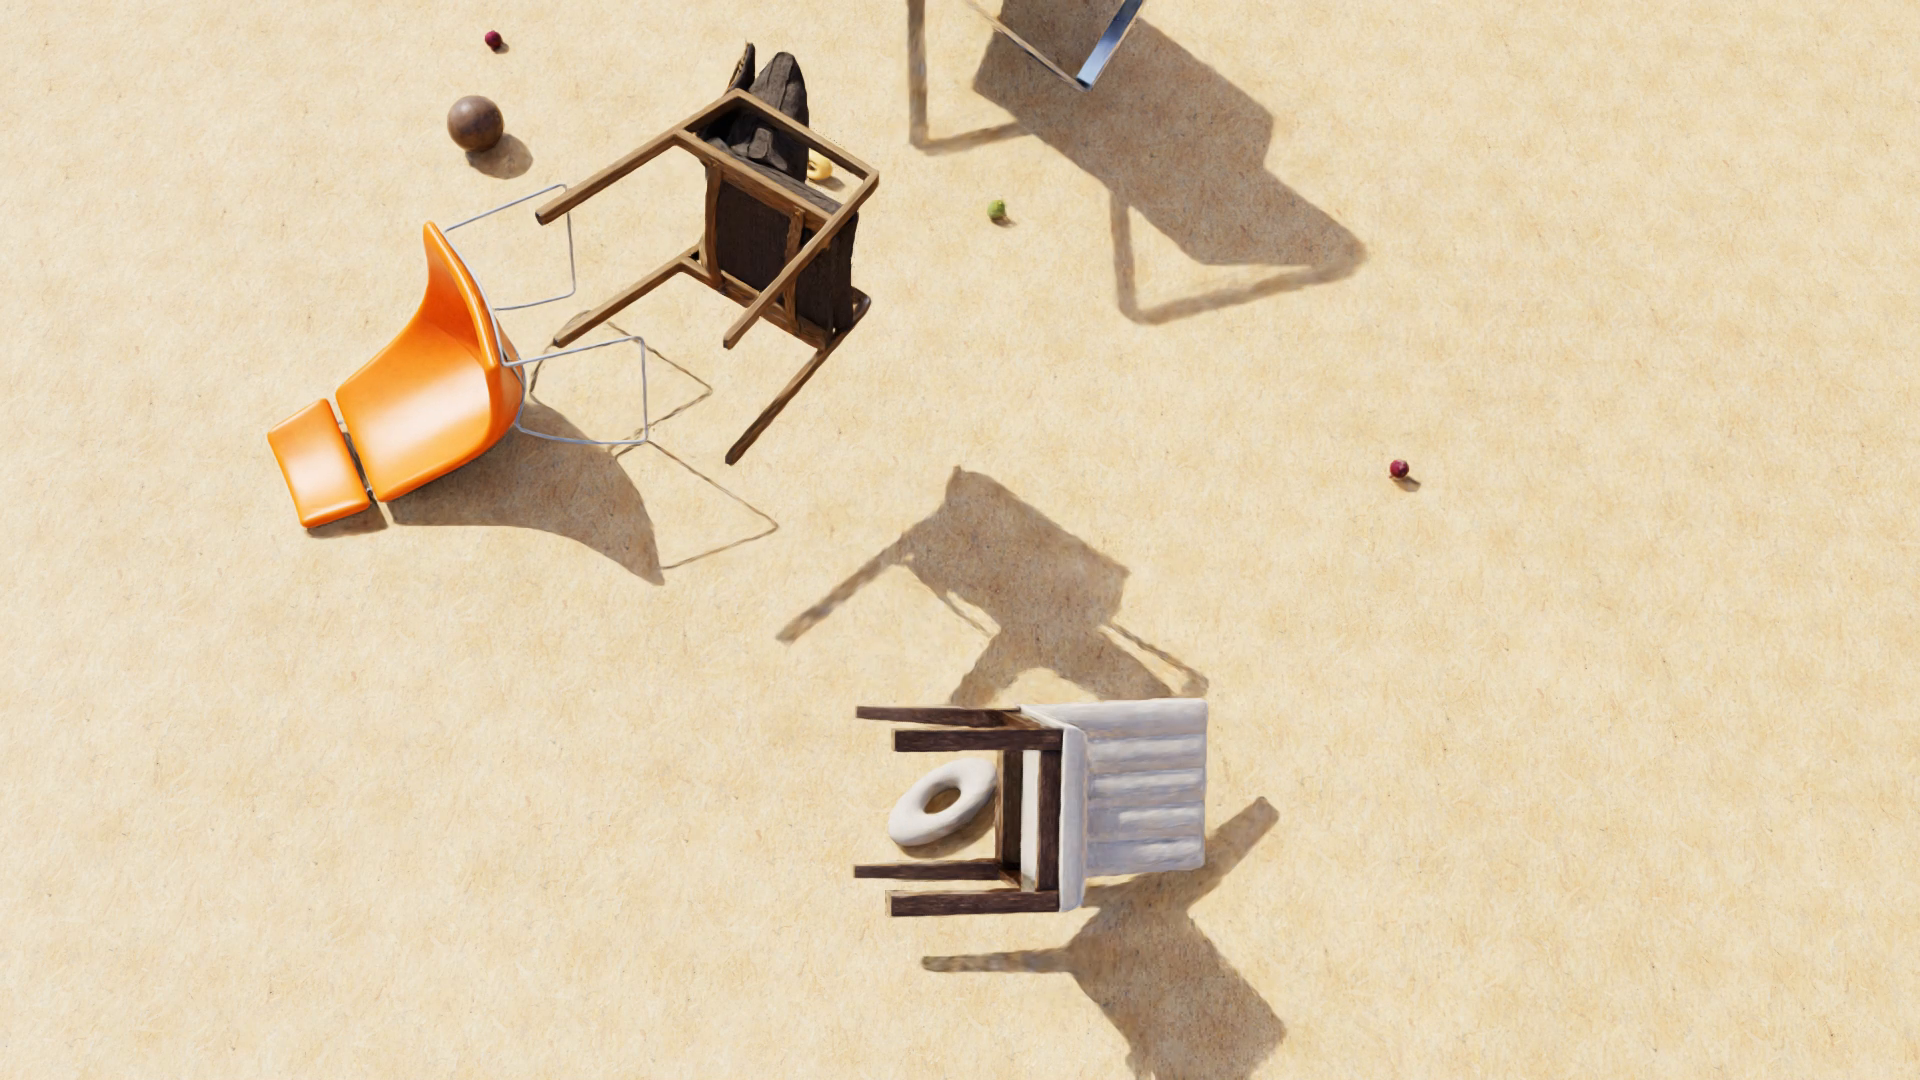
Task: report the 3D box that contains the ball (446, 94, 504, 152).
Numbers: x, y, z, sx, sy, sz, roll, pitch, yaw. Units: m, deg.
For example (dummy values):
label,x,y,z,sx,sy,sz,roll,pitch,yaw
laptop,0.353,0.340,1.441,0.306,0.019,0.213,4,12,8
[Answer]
label,x,y,z,sx,sy,sz,roll,pitch,yaw
ball,-1.630,-1.401,7.398,0.192,0.192,0.192,0,56,0

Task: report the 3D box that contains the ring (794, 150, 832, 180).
label,x,y,z,sx,sy,sz,roll,pitch,yaw
ring,-0.491,-1.256,7.364,0.145,0.092,0.051,25,40,24

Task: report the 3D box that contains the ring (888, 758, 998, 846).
label,x,y,z,sx,sy,sz,roll,pitch,yaw
ring,-0.047,0.718,6.045,0.360,0.079,0.180,-33,61,-19
